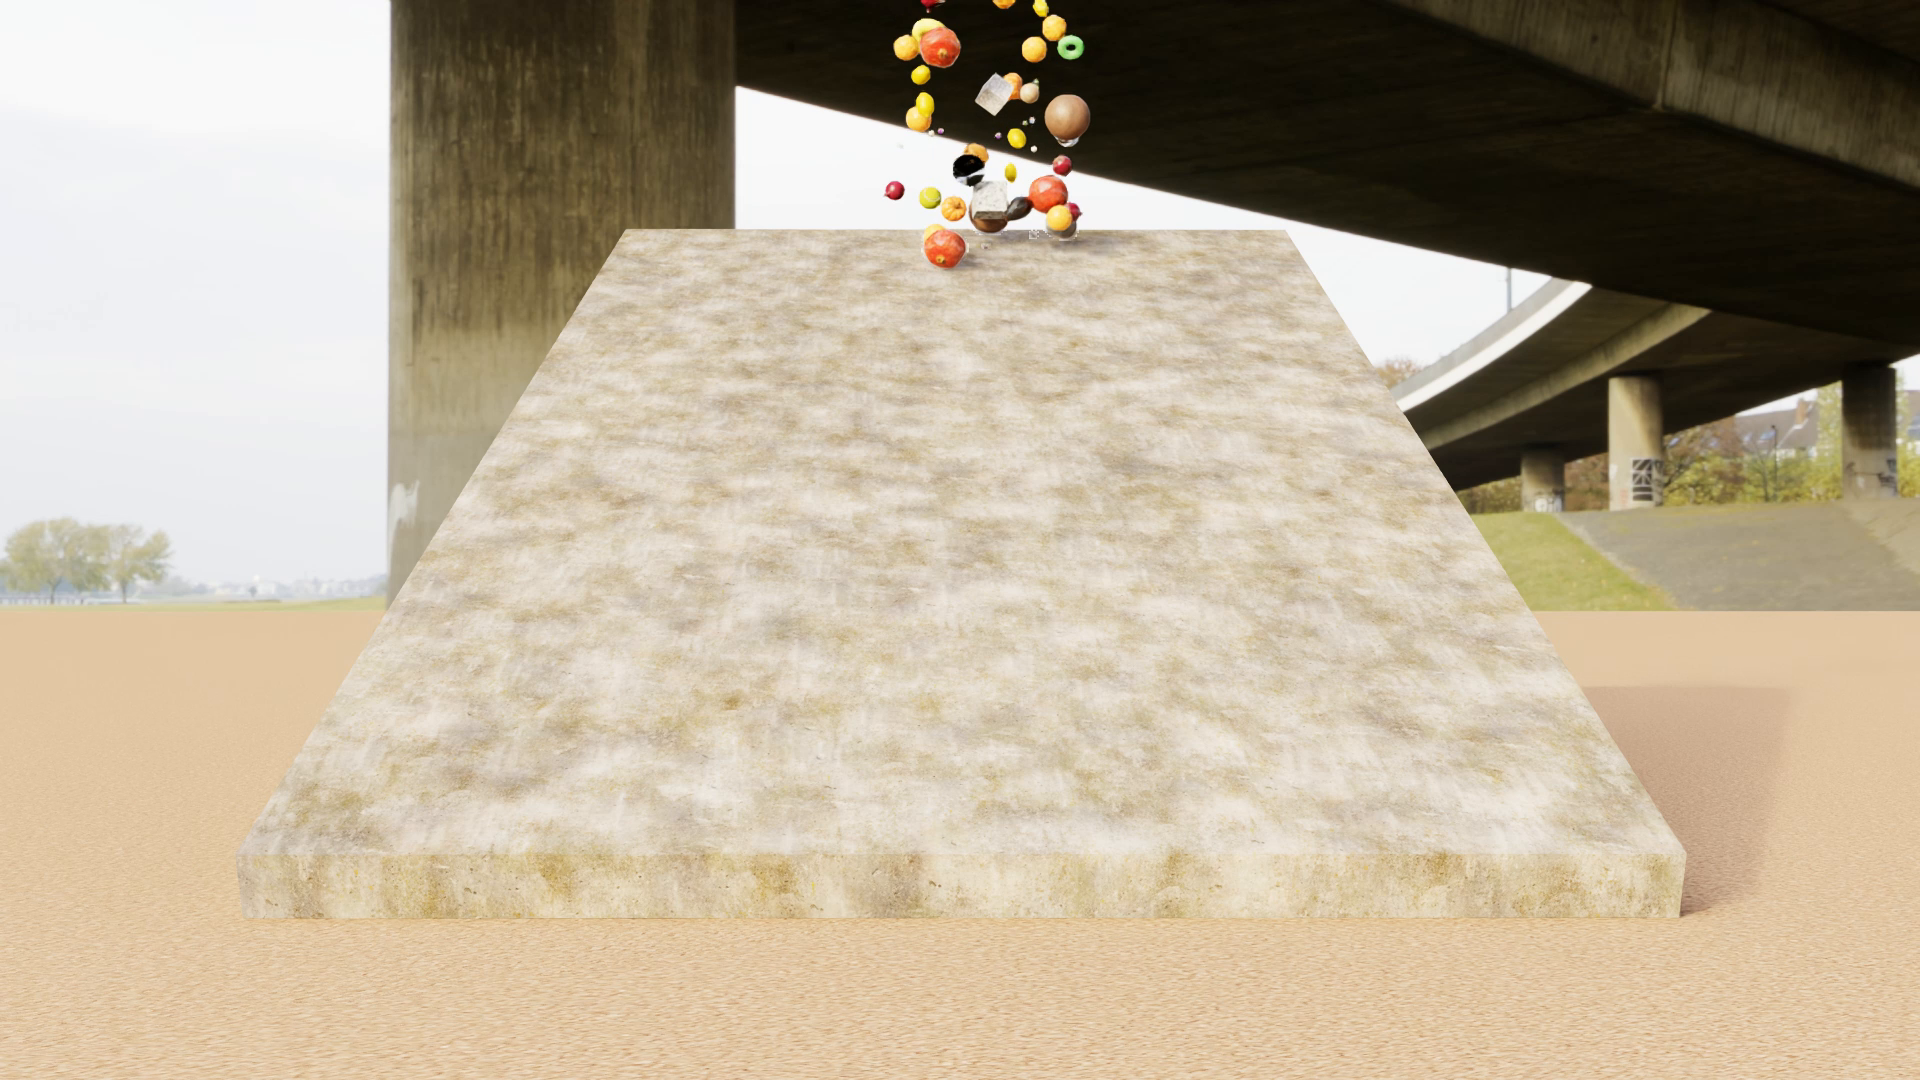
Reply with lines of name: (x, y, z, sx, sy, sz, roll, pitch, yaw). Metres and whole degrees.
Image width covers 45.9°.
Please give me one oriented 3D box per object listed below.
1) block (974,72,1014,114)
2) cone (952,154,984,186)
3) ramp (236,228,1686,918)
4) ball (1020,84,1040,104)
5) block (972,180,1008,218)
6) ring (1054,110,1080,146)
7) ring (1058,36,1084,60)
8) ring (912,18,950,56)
block: (0.100, -1.284, 6.534, 0.070, 0.070, 0.070, 34, -35, -14)
cone: (0.020, -1.061, 6.594, 0.096, 0.096, 0.096, 0, -9, -6)
ramp: (-0.005, -0.208, 5.020, 2.000, 0.100, 4.000, 0, 20, 0)
ball: (0.198, -1.266, 6.431, 0.056, 0.056, 0.056, 0, -2, 0)
block: (0.087, -0.994, 6.623, 0.090, 0.090, 0.090, 0, -6, -7)
ring: (0.320, -1.235, 6.802, 0.038, 0.113, 0.113, -1, -2, 37)
ring: (0.320, -1.422, 6.553, 0.077, 0.026, 0.077, 1, -43, 1)
ring: (-0.086, -1.496, 6.747, 0.121, 0.121, 0.040, -1, 41, 37)
